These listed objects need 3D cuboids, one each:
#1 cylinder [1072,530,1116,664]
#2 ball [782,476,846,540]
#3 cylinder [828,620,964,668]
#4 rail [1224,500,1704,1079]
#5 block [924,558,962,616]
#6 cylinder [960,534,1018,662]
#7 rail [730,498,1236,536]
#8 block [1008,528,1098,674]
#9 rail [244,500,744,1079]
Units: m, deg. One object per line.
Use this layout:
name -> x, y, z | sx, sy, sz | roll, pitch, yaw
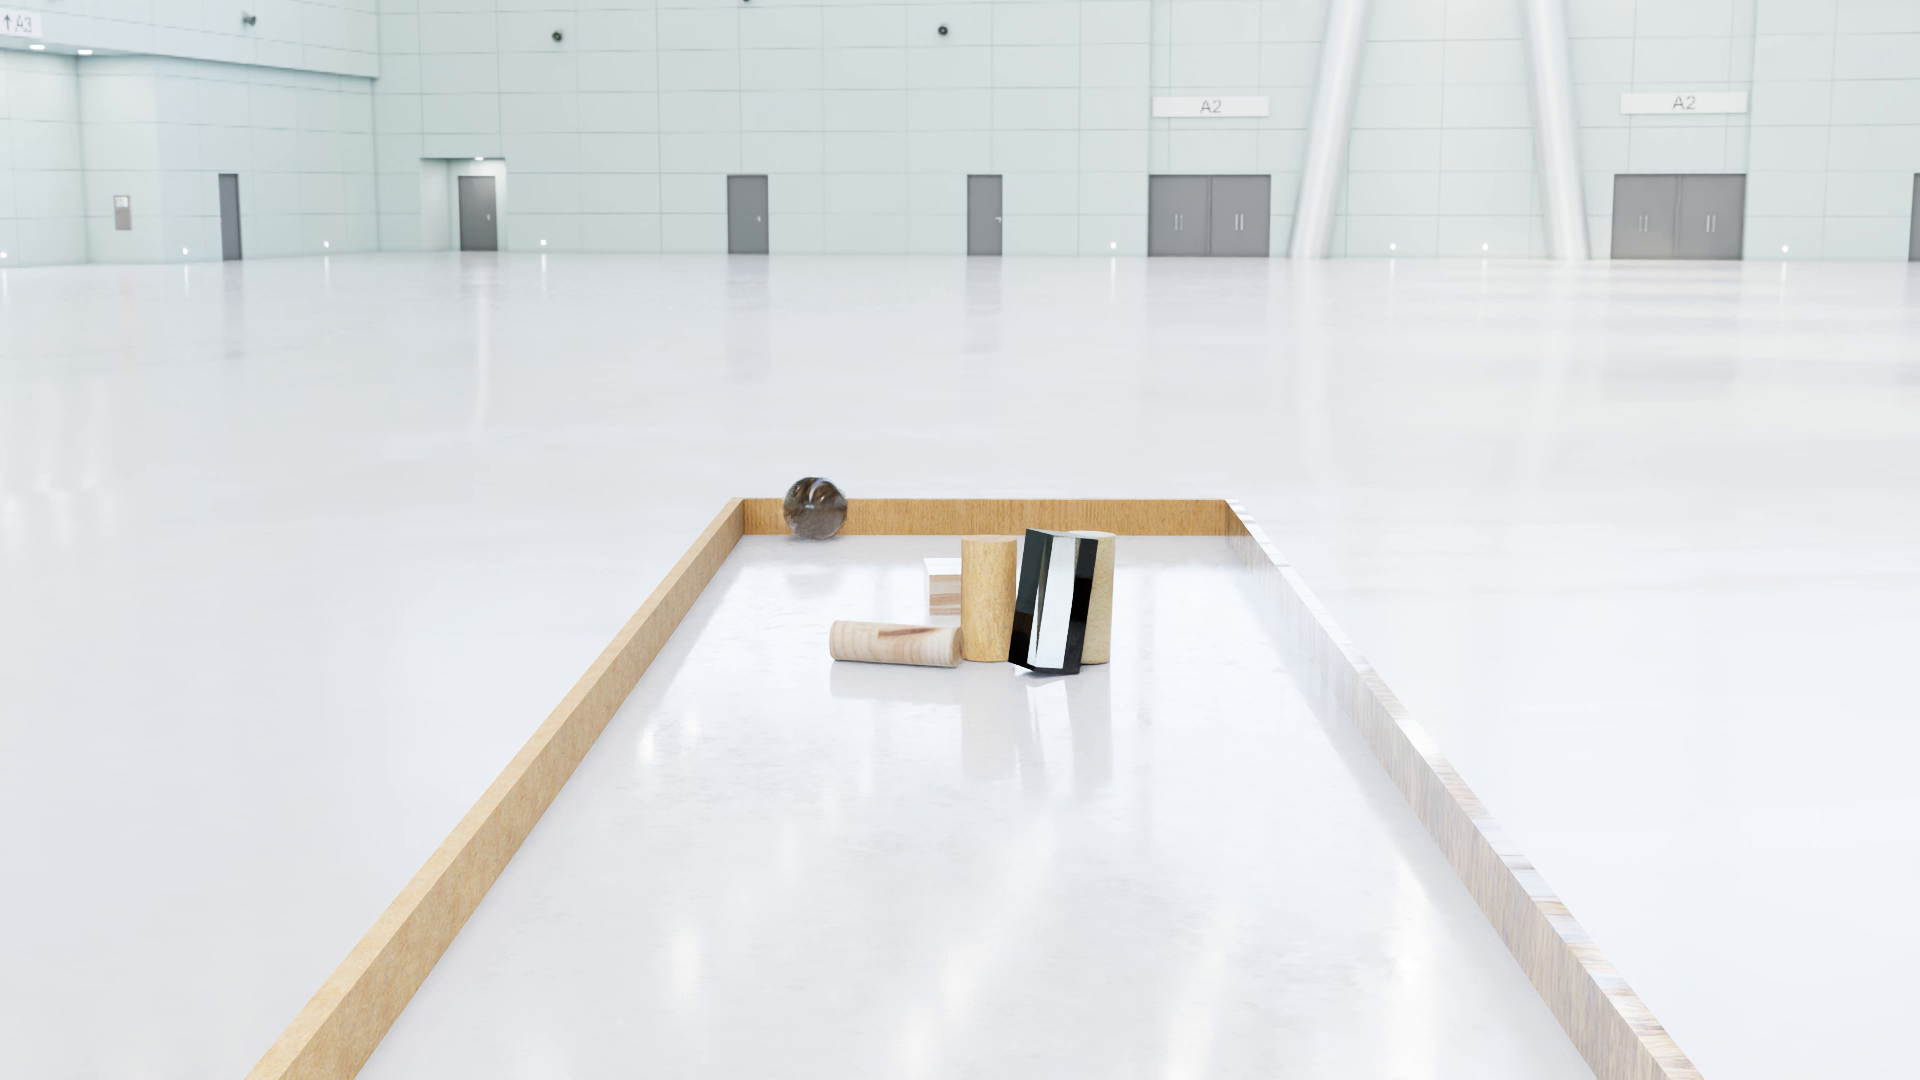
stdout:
cylinder -> 0.388, 0.172, 6.674 | 0.155, 0.384, 0.155 | 2, 7, 0
ball -> -0.595, -0.131, 8.992 | 0.264, 0.264, 0.264 | 0, 9, 0
cylinder -> -0.192, 0.312, 6.652 | 0.391, 0.122, 0.122 | 3, 9, 17
rail -> 1.046, 0.843, 3.208 | 0.050, 0.150, 12.000 | 0, 9, 1
block -> -0.044, 0.159, 7.552 | 0.142, 0.142, 0.323 | -1, 9, -4
cylinder -> 0.087, 0.176, 6.720 | 0.170, 0.365, 0.170 | 1, 8, 0
rail -> 0.099, -0.098, 9.147 | 2.100, 0.150, 0.050 | 0, 9, 1
block -> 0.275, 0.181, 6.515 | 0.156, 0.404, 0.156 | 5, 5, -30
rail -> -1.004, 0.839, 3.234 | 0.050, 0.150, 12.000 | 0, 9, 1
